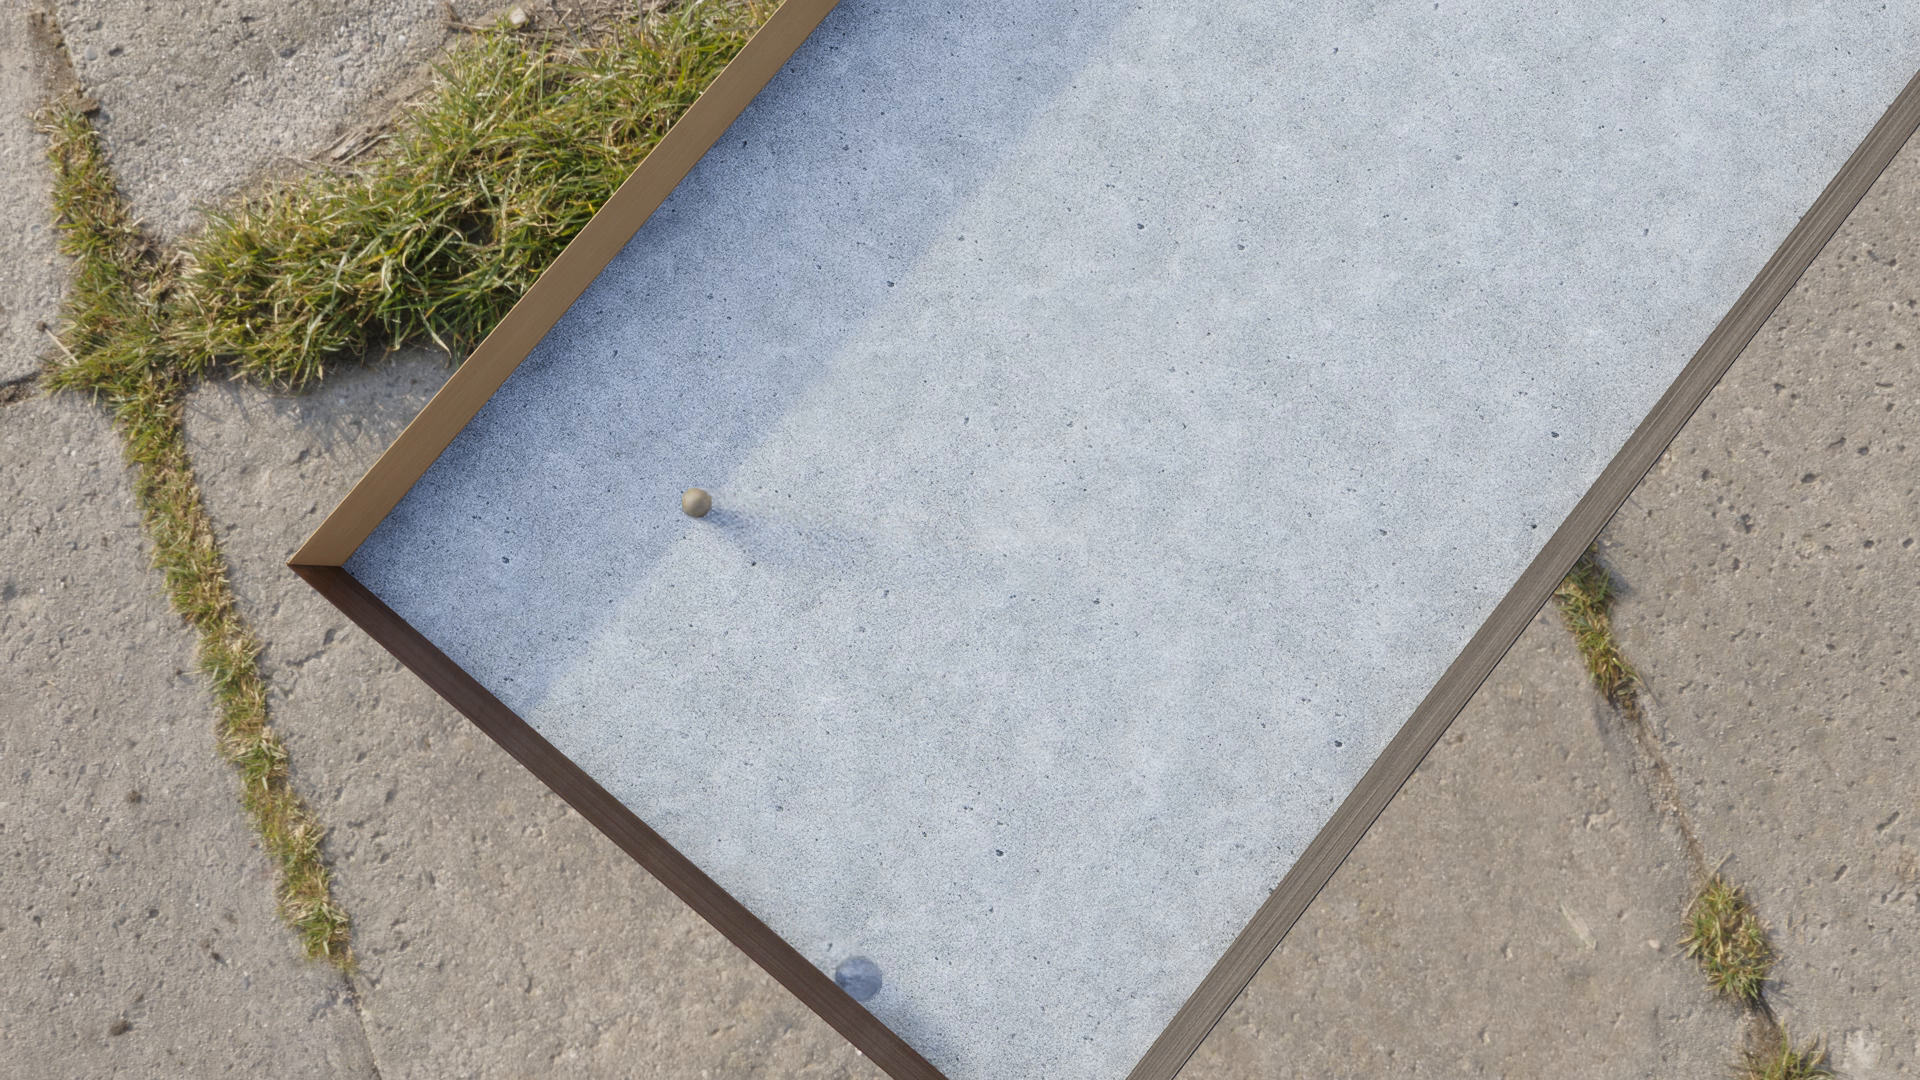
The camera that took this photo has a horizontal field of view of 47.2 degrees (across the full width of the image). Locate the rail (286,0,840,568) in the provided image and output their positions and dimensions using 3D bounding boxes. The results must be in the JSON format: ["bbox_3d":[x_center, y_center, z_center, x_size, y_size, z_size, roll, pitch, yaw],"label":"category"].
[{"bbox_3d":[-0.123,-0.947,3.426,0.045,0.117,2.647,39,82,6],"label":"rail"}]

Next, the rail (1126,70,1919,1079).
[{"bbox_3d":[0.962,-0.071,3.272,0.045,0.117,2.647,39,82,6],"label":"rail"}]

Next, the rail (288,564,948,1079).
[{"bbox_3d":[-0.405,0.480,3.174,1.450,0.117,0.045,39,82,6],"label":"rail"}]

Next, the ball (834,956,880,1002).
[{"bbox_3d":[-0.148,0.633,3.174,0.066,0.066,0.066,0,80,0],"label":"ball"}]

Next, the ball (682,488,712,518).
[{"bbox_3d":[-0.395,-0.055,3.306,0.044,0.044,0.044,0,80,0],"label":"ball"}]
